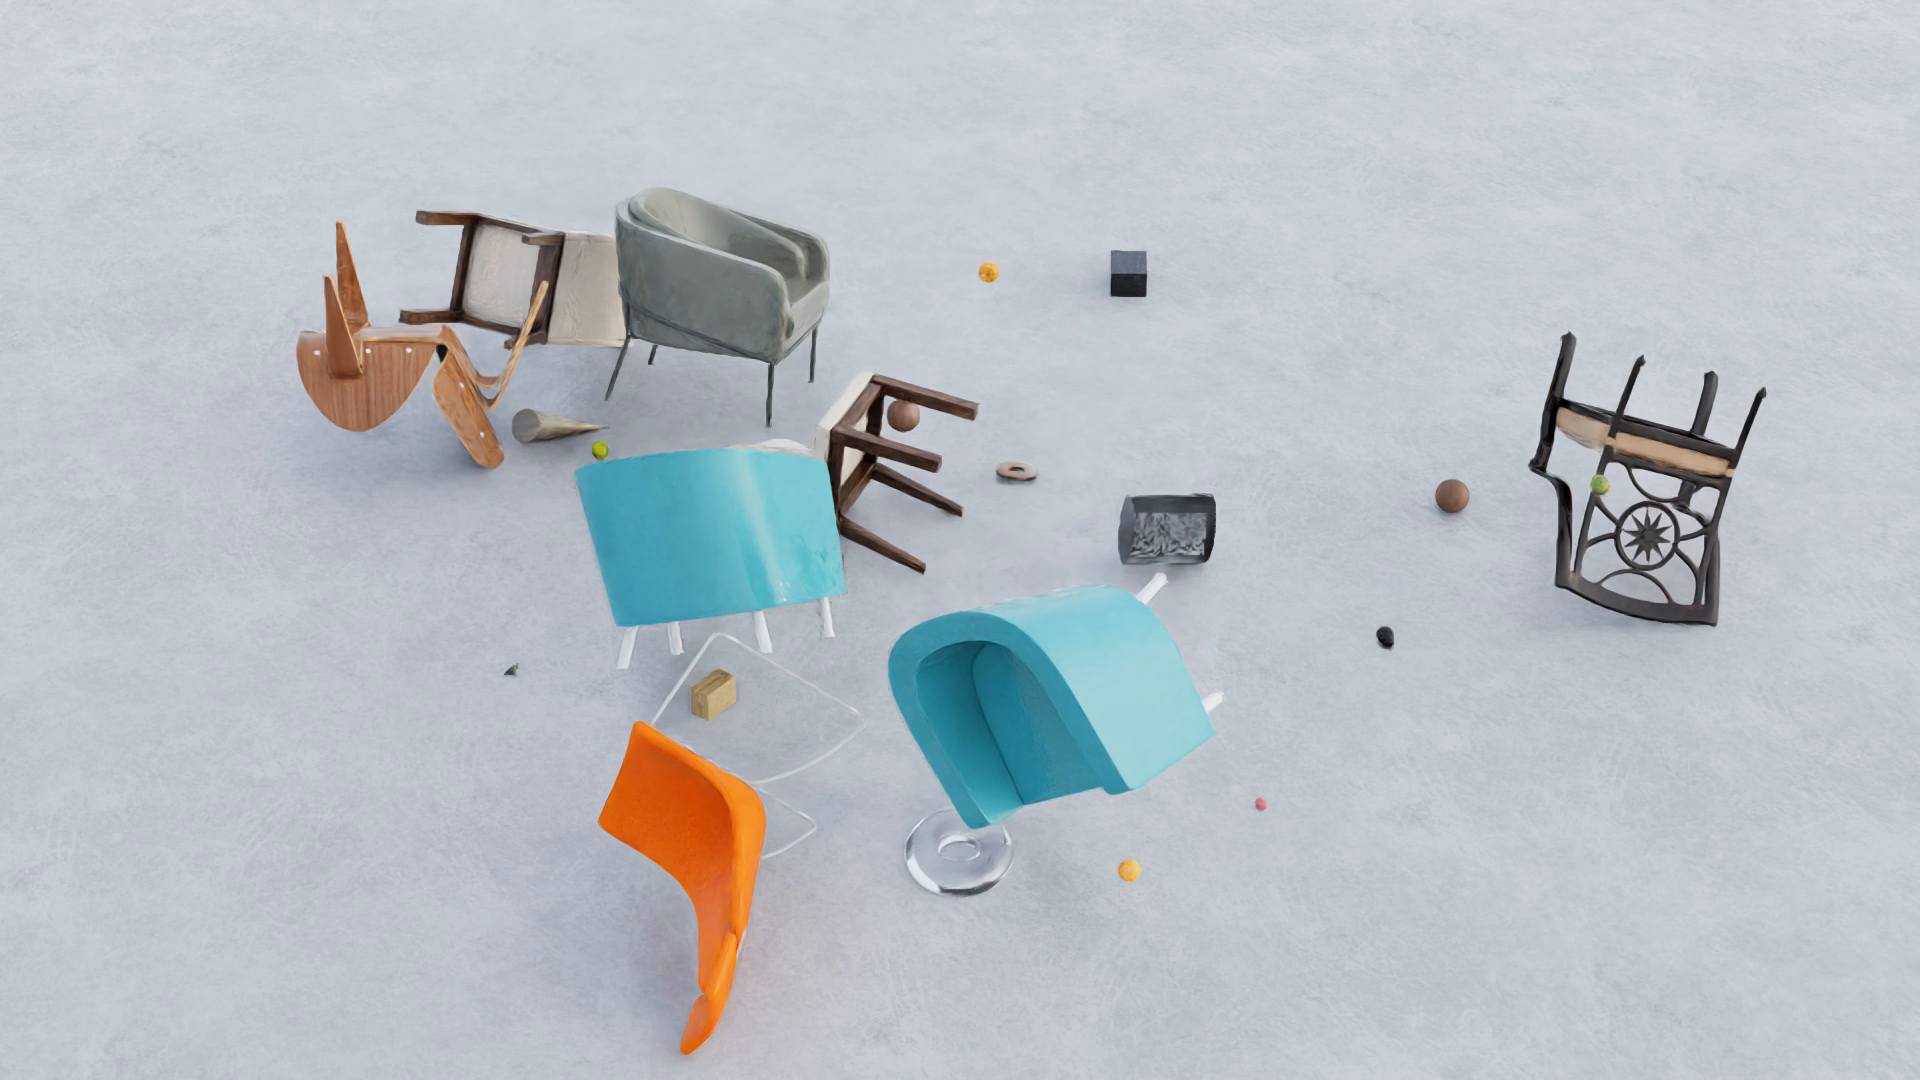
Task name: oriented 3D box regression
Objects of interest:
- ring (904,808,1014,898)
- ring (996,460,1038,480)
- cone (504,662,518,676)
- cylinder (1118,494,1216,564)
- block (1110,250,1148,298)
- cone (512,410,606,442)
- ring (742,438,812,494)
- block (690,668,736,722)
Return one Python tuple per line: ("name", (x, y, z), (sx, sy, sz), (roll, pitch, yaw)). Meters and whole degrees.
("ring", (-0.003, 0.995, 9.345), (0.348, 0.099, 0.394), (2, 34, 2))
("ring", (0.218, -0.271, 11.319), (0.165, 0.020, 0.160), (16, 27, 23))
("cone", (-1.558, 0.460, 10.229), (0.069, 0.038, 0.031), (-40, 87, -14))
("cylinder", (0.757, -0.040, 10.719), (0.308, 0.289, 0.191), (-1, 39, -11))
("block", (0.723, -1.143, 12.578), (0.153, 0.111, 0.209), (1, 33, 2))
("cone", (-1.544, -0.446, 11.536), (0.351, 0.131, 0.315), (0, 0, -29))
("ring", (-0.707, -0.285, 11.317), (0.272, 0.059, 0.347), (-1, 37, 2))
("block", (-0.844, 0.530, 10.041), (0.076, 0.109, 0.145), (22, 39, 30))
